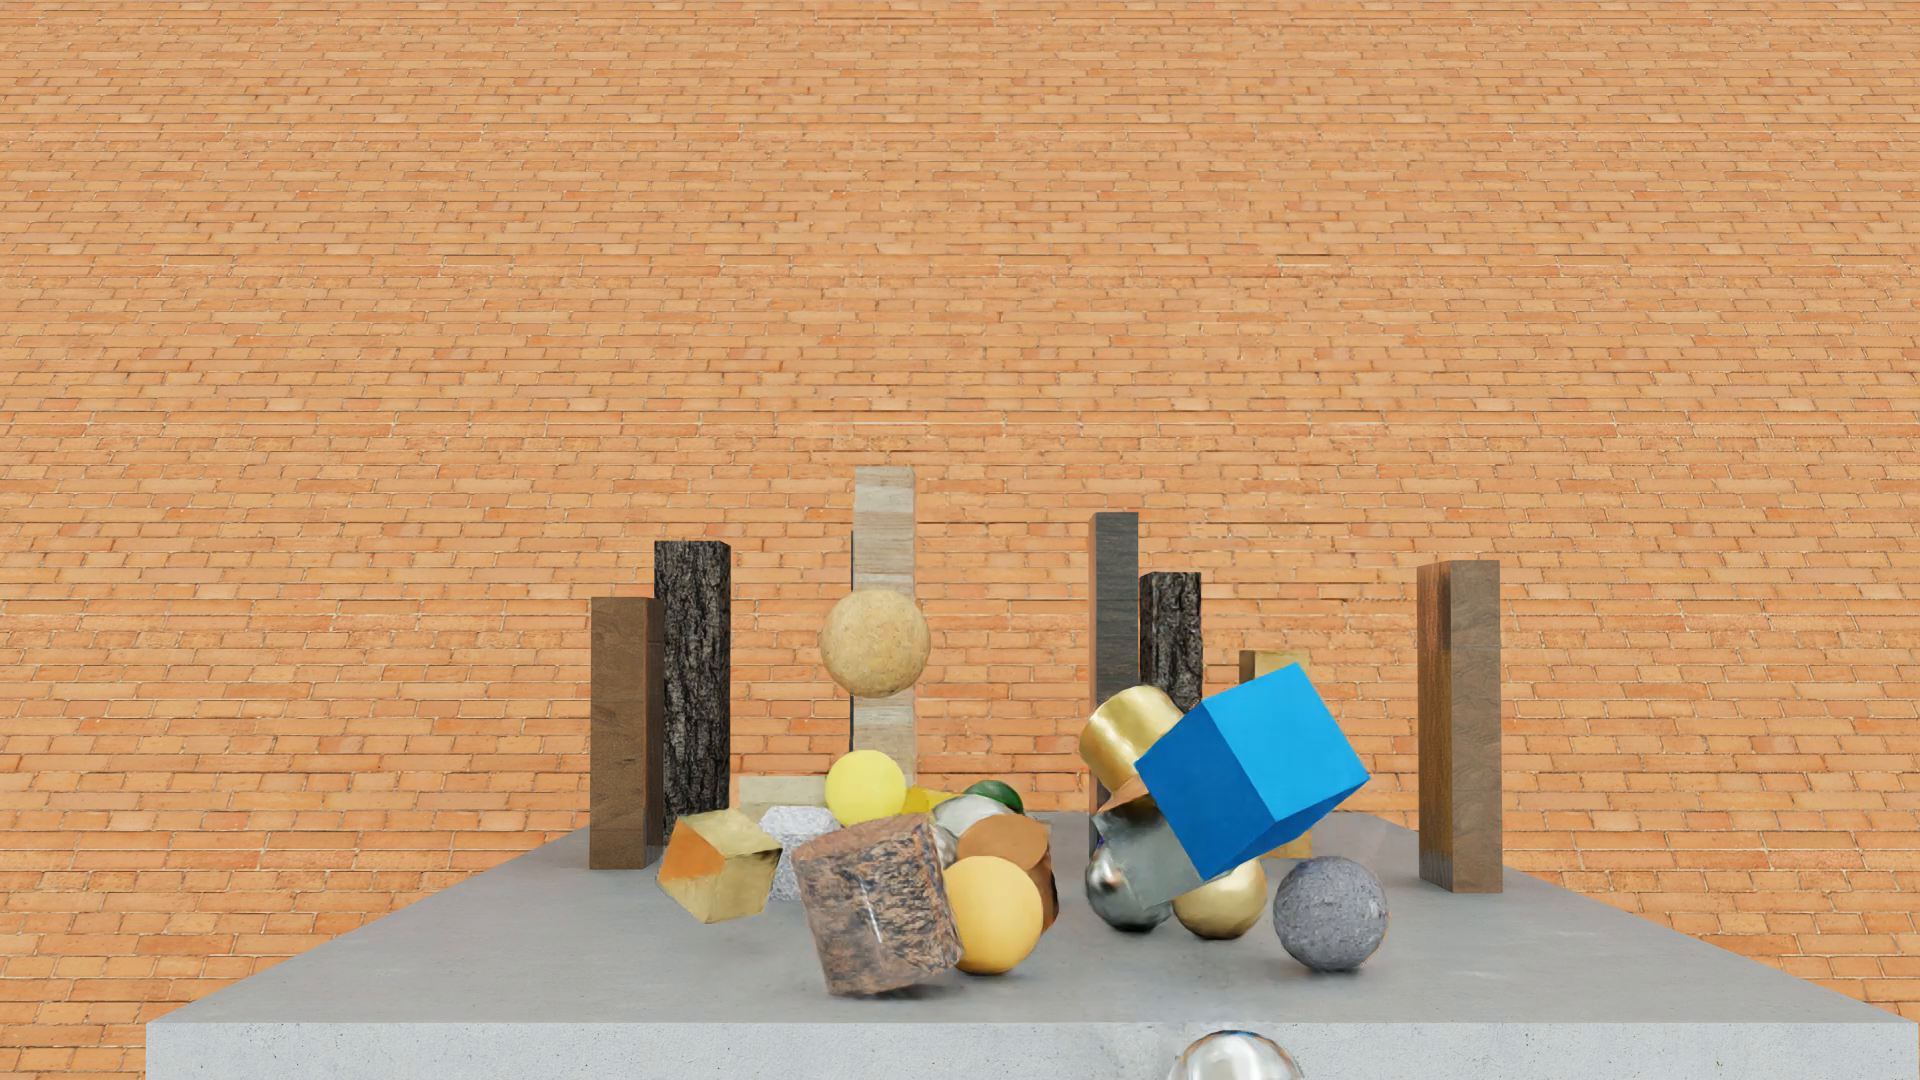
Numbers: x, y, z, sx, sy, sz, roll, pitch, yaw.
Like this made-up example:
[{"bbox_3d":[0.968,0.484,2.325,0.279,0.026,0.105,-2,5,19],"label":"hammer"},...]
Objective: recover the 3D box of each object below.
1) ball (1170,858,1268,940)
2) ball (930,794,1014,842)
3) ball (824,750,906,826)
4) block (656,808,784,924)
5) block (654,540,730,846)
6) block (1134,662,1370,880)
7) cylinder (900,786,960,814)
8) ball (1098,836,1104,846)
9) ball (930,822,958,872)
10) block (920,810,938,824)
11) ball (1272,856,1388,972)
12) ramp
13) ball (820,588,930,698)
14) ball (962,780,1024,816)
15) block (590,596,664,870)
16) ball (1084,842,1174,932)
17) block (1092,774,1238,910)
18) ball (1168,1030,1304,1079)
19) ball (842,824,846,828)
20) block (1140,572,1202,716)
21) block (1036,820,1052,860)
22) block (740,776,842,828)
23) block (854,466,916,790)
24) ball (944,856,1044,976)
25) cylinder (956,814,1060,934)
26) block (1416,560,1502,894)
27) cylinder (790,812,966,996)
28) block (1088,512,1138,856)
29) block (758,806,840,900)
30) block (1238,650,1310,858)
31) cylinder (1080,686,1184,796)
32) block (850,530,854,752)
[{"bbox_3d":[0.378,0.513,3.806,0.144,0.144,0.144,0,37,0],"label":"ball"},{"bbox_3d":[0.017,0.502,4.131,0.195,0.195,0.195,0,37,0],"label":"ball"},{"bbox_3d":[-0.150,0.396,4.116,0.130,0.130,0.130,0,37,0],"label":"ball"},{"bbox_3d":[-0.348,0.472,3.770,0.113,0.113,0.113,33,24,36],"label":"block"},{"bbox_3d":[-0.601,0.342,5.856,0.144,0.670,0.279,0,-3,0],"label":"block"},{"bbox_3d":[0.382,0.304,3.422,0.181,0.181,0.181,-18,69,-38],"label":"block"},{"bbox_3d":[-0.032,0.549,4.912,0.146,0.146,0.146,14,29,-29],"label":"cylinder"},{"bbox_3d":[0.308,0.546,4.513,0.142,0.142,0.142,0,37,0],"label":"ball"},{"bbox_3d":[-0.065,0.485,3.803,0.150,0.150,0.150,0,37,0],"label":"ball"},{"bbox_3d":[-0.102,0.505,4.002,0.129,0.129,0.129,-24,-9,25],"label":"block"},{"bbox_3d":[0.487,0.491,3.422,0.151,0.151,0.151,0,37,0],"label":"ball"},{"bbox_3d":[0.082,0.685,4.932,2.000,0.100,4.000,0,-3,0],"label":"ramp"},{"bbox_3d":[-0.113,0.137,3.479,0.149,0.149,0.149,0,37,0],"label":"ball"},{"bbox_3d":[0.065,0.592,5.627,0.149,0.149,0.149,0,37,0],"label":"ball"},{"bbox_3d":[-0.669,0.384,5.250,0.104,0.531,0.347,0,-3,0],"label":"block"},{"bbox_3d":[0.261,0.515,3.913,0.148,0.148,0.148,0,37,0],"label":"ball"},{"bbox_3d":[0.303,0.392,3.587,0.147,0.147,0.147,-27,4,32],"label":"block"},{"bbox_3d":[0.302,0.615,2.849,0.156,0.156,0.156,0,37,0],"label":"ball"},{"bbox_3d":[-0.285,0.580,5.404,0.154,0.154,0.154,0,37,0],"label":"ball"},{"bbox_3d":[0.502,0.388,6.224,0.115,0.611,0.436,0,-3,0],"label":"block"},{"bbox_3d":[0.083,0.544,4.393,0.134,0.134,0.134,0,-3,-1],"label":"block"},{"bbox_3d":[-0.336,0.557,5.183,0.171,0.171,0.171,0,-6,9],"label":"block"},{"bbox_3d":[-0.146,0.254,5.150,0.115,0.781,0.330,0,-3,0],"label":"block"},{"bbox_3d":[0.031,0.487,3.379,0.155,0.155,0.155,0,37,0],"label":"ball"},{"bbox_3d":[0.069,0.485,3.725,0.131,0.131,0.131,-7,36,5],"label":"cylinder"},{"bbox_3d":[0.907,0.334,4.738,0.087,0.584,0.338,0,-3,0],"label":"block"},{"bbox_3d":[-0.101,0.448,3.207,0.176,0.176,0.176,-15,4,1],"label":"cylinder"},{"bbox_3d":[0.305,0.299,5.168,0.082,0.694,0.287,0,-3,0],"label":"block"},{"bbox_3d":[-0.276,0.536,4.453,0.122,0.122,0.122,0,16,12],"label":"block"},{"bbox_3d":[0.663,0.447,5.504,0.113,0.428,0.312,0,-3,0],"label":"block"},{"bbox_3d":[0.318,0.363,4.287,0.178,0.178,0.178,-19,44,-23],"label":"cylinder"},{"bbox_3d":[-0.199,0.338,6.172,0.114,0.707,0.258,0,-3,0],"label":"block"}]
